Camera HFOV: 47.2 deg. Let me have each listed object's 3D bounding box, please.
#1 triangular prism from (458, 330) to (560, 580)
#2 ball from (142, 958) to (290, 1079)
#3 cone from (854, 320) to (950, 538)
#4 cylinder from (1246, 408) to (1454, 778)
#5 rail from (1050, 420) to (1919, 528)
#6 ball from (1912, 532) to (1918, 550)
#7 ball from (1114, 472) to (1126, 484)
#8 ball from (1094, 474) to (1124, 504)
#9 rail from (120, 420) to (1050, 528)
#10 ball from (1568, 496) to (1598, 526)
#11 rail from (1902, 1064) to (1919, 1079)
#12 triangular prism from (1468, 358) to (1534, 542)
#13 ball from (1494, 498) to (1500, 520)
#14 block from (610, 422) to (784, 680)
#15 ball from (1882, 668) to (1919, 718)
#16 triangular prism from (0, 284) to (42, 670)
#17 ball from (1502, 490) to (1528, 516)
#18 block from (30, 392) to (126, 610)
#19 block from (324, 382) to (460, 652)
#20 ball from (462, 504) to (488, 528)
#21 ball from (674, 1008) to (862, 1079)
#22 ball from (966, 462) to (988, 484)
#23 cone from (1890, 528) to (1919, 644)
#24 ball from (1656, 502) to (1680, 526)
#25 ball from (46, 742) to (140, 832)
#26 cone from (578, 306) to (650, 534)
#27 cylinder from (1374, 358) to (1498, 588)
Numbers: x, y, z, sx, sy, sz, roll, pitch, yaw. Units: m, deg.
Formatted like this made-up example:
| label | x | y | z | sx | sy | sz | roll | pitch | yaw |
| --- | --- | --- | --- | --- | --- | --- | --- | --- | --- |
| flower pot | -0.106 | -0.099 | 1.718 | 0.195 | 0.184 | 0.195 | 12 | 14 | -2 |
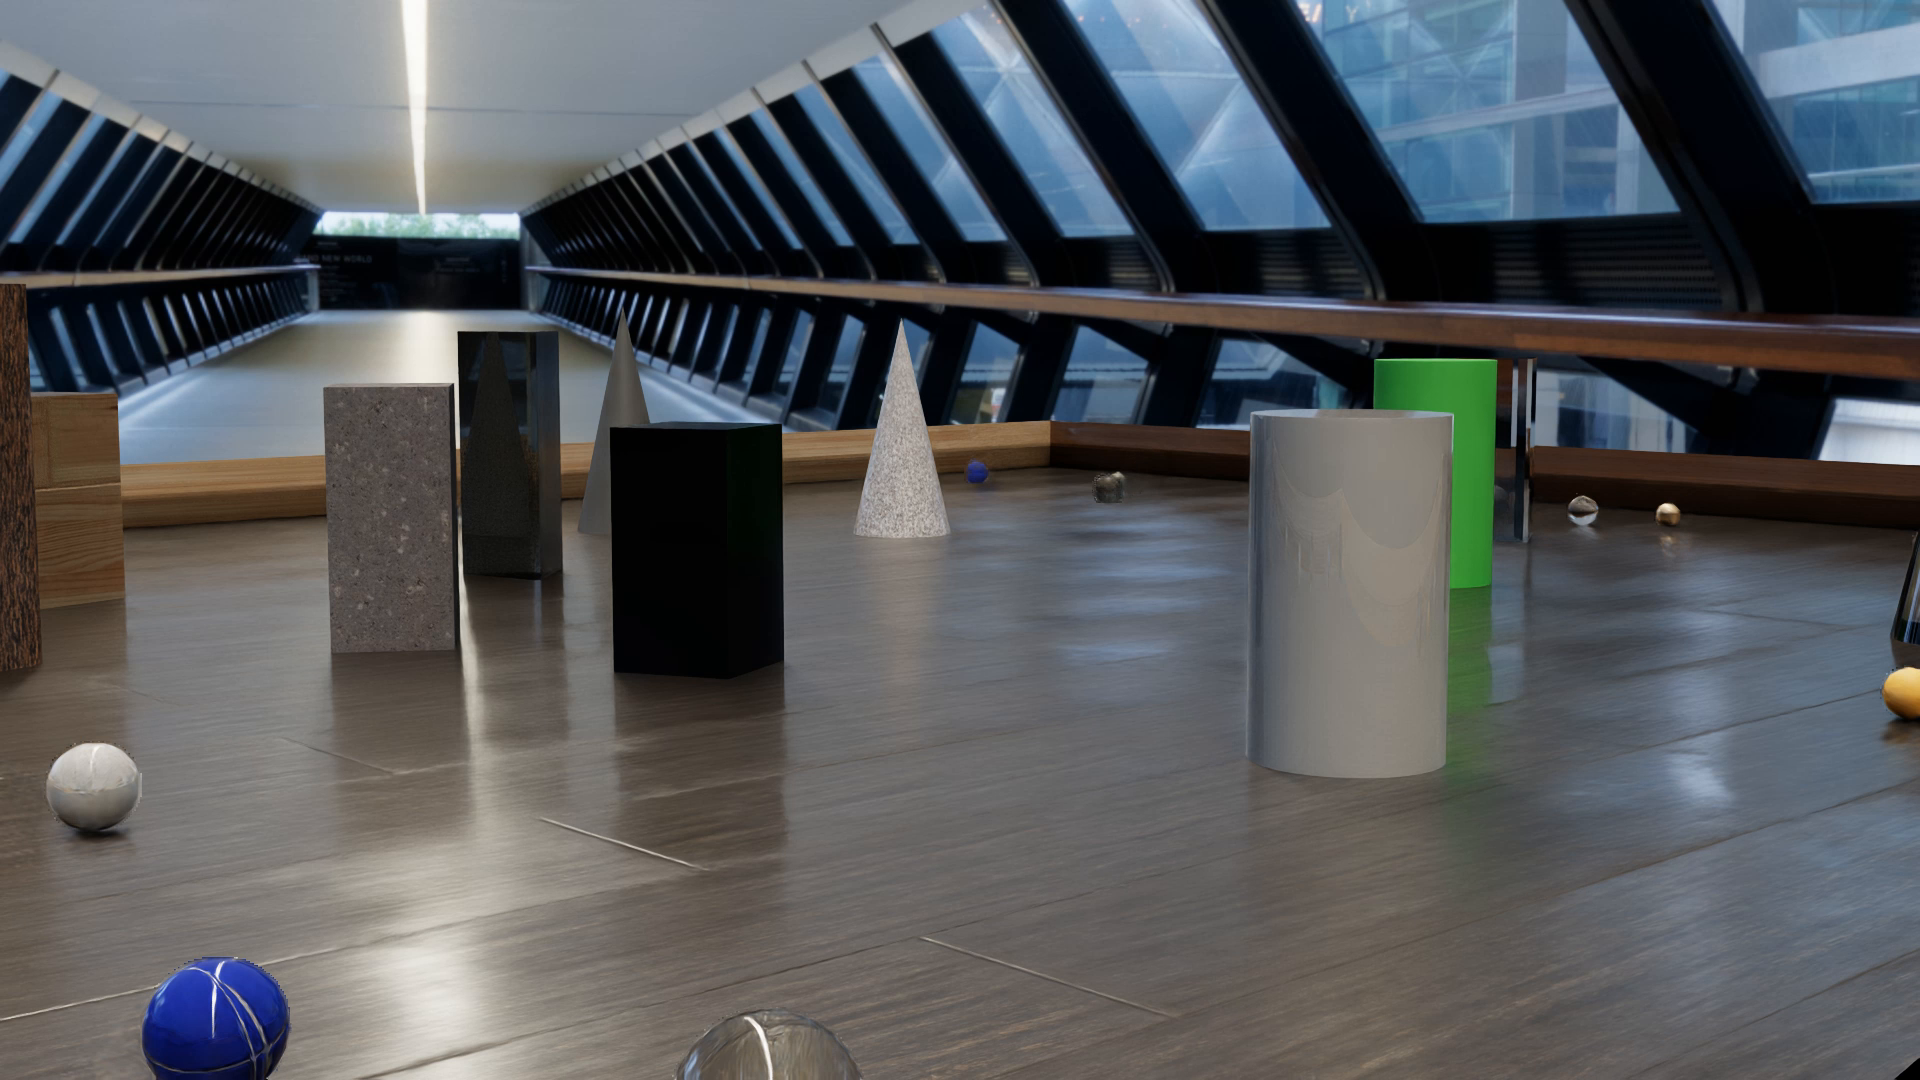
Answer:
| label | x | y | z | sx | sy | sz | roll | pitch | yaw |
| --- | --- | --- | --- | --- | --- | --- | --- | --- | --- |
| triangular prism | -0.732 | -0.149 | 3.728 | 0.171 | 0.410 | 0.148 | 4 | 7 | 32 |
| ball | -0.420 | 0.277 | 1.243 | 0.079 | 0.079 | 0.079 | 0 | 6 | 0 |
| cone | -0.116 | -0.229 | 4.395 | 0.197 | 0.430 | 0.197 | 0 | 6 | 0 |
| cylinder | 0.385 | 0.046 | 2.179 | 0.197 | 0.344 | 0.197 | 0 | 6 | 0 |
| rail | 1.622 | -0.122 | 4.821 | 0.045 | 0.128 | 4.071 | -5 | 8 | -42 |
| ball | 1.706 | 0.009 | 3.848 | 0.072 | 0.072 | 0.072 | 0 | 6 | 0 |
| ball | 0.394 | -0.148 | 5.494 | 0.042 | 0.042 | 0.042 | 0 | 6 | 0 |
| ball | 0.343 | -0.116 | 5.054 | 0.070 | 0.070 | 0.070 | 0 | 6 | 0 |
| rail | -1.364 | -0.120 | 4.802 | 4.462 | 0.128 | 0.045 | -5 | 8 | -42 |
| ball | 1.292 | -0.061 | 4.561 | 0.062 | 0.062 | 0.062 | 0 | 6 | 0 |
| rail | 1.364 | 0.187 | 1.861 | 4.462 | 0.128 | 0.045 | -5 | 8 | -42 |
| triangular prism | 1.085 | -0.182 | 4.327 | 0.148 | 0.352 | 0.171 | -5 | 8 | -42 |
| ball | 1.087 | -0.063 | 4.567 | 0.066 | 0.066 | 0.066 | 0 | 6 | 0 |
| block | -0.326 | 0.008 | 2.747 | 0.158 | 0.302 | 0.158 | 2 | 6 | 20 |
| ball | 1.039 | 0.168 | 2.405 | 0.056 | 0.056 | 0.056 | 0 | 6 | 0 |
| triangular prism | -1.222 | -0.077 | 2.716 | 0.148 | 0.477 | 0.171 | -4 | 7 | -33 |
| ball | 1.200 | -0.078 | 4.756 | 0.057 | 0.057 | 0.057 | 0 | 6 | 0 |
| block | -1.405 | -0.065 | 3.372 | 0.158 | 0.317 | 0.158 | 3 | 7 | 29 |
| block | -0.757 | -0.034 | 2.941 | 0.158 | 0.346 | 0.158 | -1 | 6 | -10 |
| ball | -0.993 | -0.049 | 4.503 | 0.050 | 0.050 | 0.050 | 0 | 6 | 0 |
| ball | -0.095 | 0.283 | 1.092 | 0.098 | 0.098 | 0.098 | 0 | 6 | 0 |
| ball | 0.043 | -0.173 | 5.652 | 0.058 | 0.058 | 0.058 | 0 | 6 | 0 |
| cone | 1.367 | -0.101 | 2.956 | 0.197 | 0.476 | 0.197 | 0 | 6 | 0 |
| ball | 1.464 | -0.053 | 4.547 | 0.049 | 0.049 | 0.049 | 0 | 6 | 0 |
| ball | -0.743 | 0.212 | 1.886 | 0.076 | 0.076 | 0.076 | 0 | 6 | 0 |
| cone | -0.680 | -0.247 | 4.457 | 0.197 | 0.455 | 0.197 | 0 | 6 | 0 |
| cylinder | 0.777 | -0.113 | 3.612 | 0.197 | 0.364 | 0.197 | 0 | 6 | 0 |
